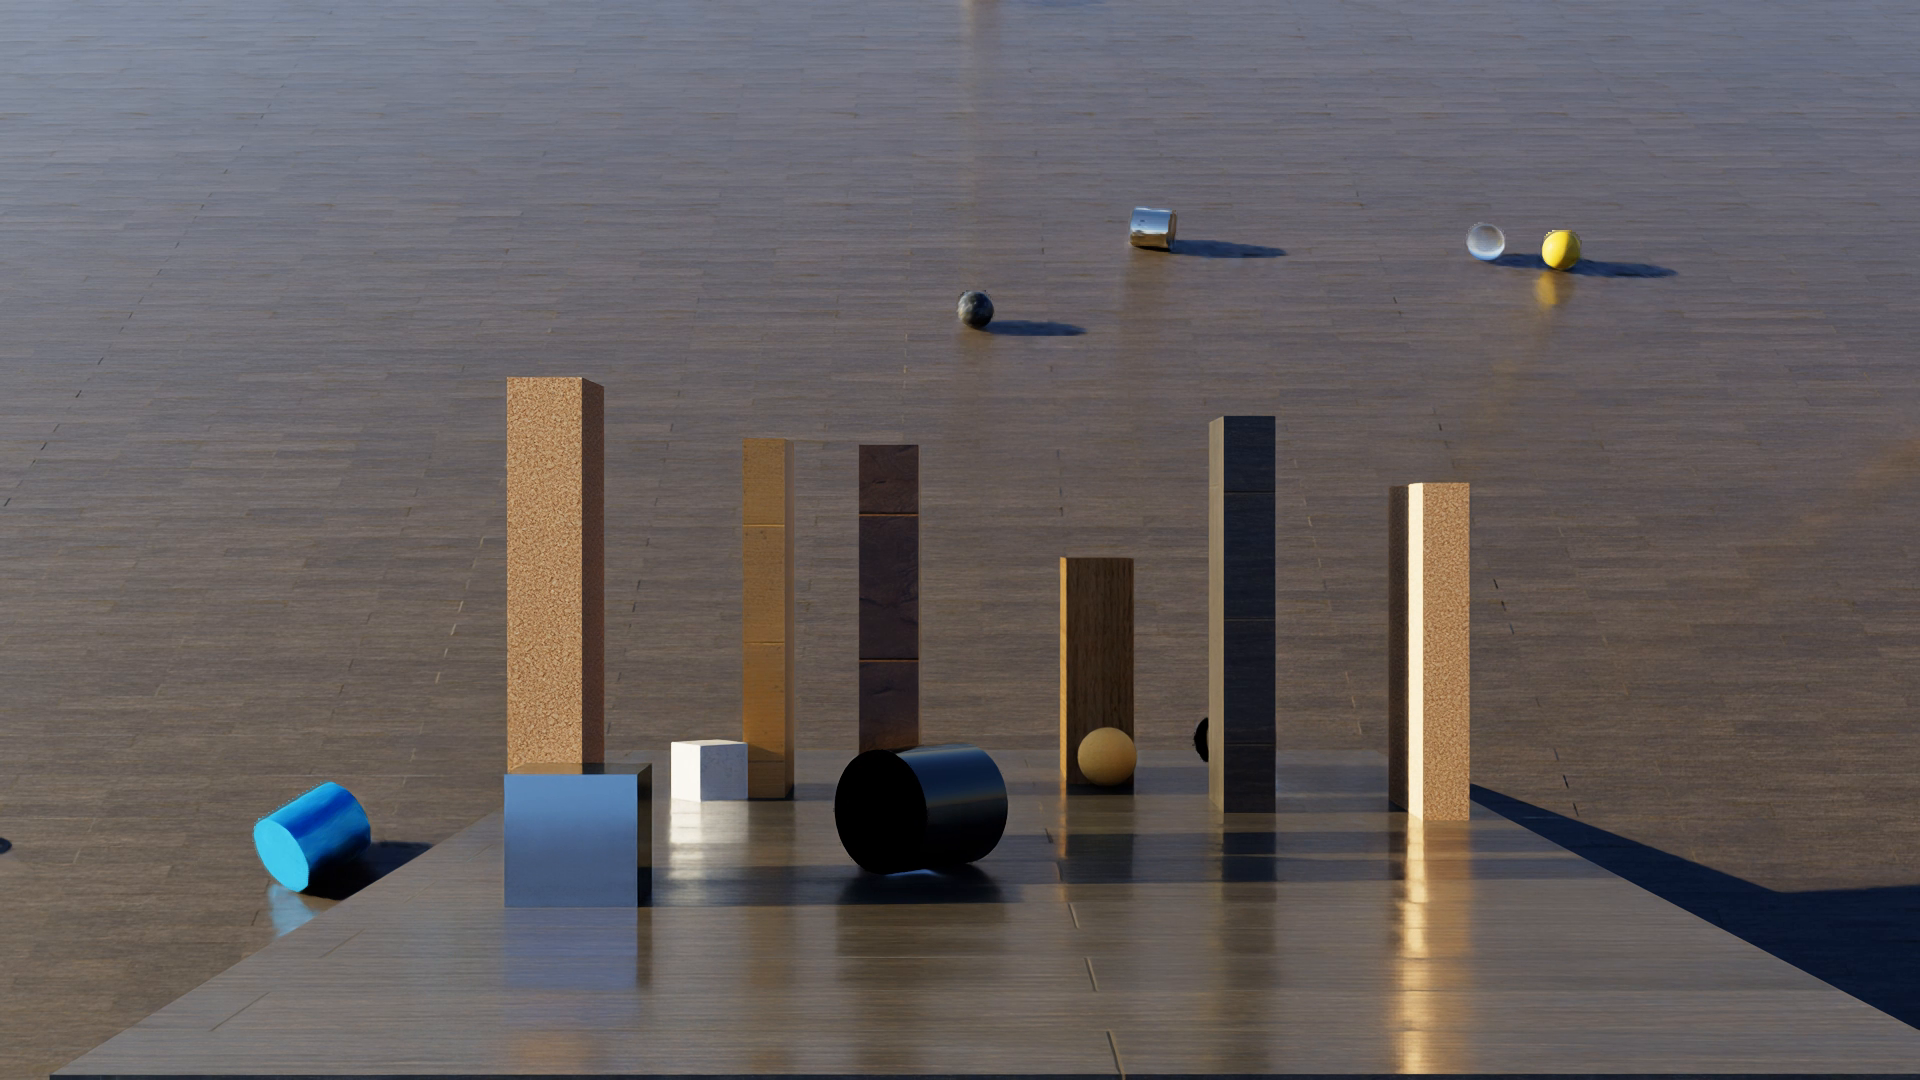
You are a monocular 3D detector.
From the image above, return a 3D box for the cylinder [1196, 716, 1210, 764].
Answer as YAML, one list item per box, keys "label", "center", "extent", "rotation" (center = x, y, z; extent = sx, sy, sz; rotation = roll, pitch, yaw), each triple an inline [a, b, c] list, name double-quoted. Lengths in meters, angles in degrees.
- label: "cylinder"
  center: [0.645, 0.477, 6.212]
  extent: [0.127, 0.127, 0.127]
  rotation: [15, 6, 24]

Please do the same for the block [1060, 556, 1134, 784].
- label: "block"
  center: [0.312, 0.291, 5.940]
  extent: [0.147, 0.501, 0.393]
  rotation: [0, 0, 0]

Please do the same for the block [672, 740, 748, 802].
- label: "block"
  center: [-0.527, 0.484, 5.442]
  extent: [0.116, 0.116, 0.116]
  rotation: [0, 0, -37]

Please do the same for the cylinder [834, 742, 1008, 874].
- label: "cylinder"
  center: [-0.064, 0.443, 4.287]
  extent: [0.204, 0.204, 0.204]
  rotation: [26, 17, 38]

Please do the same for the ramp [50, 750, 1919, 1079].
- label: "ramp"
  center: [0.066, 0.594, 4.648]
  extent: [2.000, 0.100, 4.000]
  rotation: [0, 0, 0]

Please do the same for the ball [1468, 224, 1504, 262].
- label: "ball"
  center: [1.944, -1.100, 9.563]
  extent: [0.137, 0.137, 0.137]
  rotation: [0, 30, 0]

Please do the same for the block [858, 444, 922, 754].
- label: "block"
  center: [-0.122, 0.190, 4.588]
  extent: [0.102, 0.707, 0.316]
  rotation: [0, 0, 0]

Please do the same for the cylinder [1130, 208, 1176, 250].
- label: "cylinder"
  center: [0.722, -1.164, 9.665]
  extent: [0.141, 0.141, 0.141]
  rotation: [8, 30, 17]

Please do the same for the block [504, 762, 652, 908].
- label: "block"
  center: [-0.578, 0.446, 3.938]
  extent: [0.197, 0.197, 0.197]
  rotation: [0, 0, 0]

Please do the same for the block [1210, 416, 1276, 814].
- label: "block"
  center: [0.575, 0.148, 5.284]
  extent: [0.103, 0.789, 0.297]
  rotation: [0, 0, 0]

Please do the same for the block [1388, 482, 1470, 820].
- label: "block"
  center: [0.940, 0.216, 5.204]
  extent: [0.090, 0.653, 0.395]
  rotation: [0, 0, 0]

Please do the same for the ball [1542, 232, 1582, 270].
- label: "ball"
  center: [2.208, -1.063, 9.496]
  extent: [0.140, 0.140, 0.140]
  rotation: [0, 30, 0]

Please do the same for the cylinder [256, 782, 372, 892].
- label: "cylinder"
  center: [-1.576, 0.723, 6.307]
  extent: [0.195, 0.195, 0.195]
  rotation: [20, 36, 32]

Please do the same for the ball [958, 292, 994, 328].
- label: "ball"
  center: [0.055, -0.807, 9.056]
  extent: [0.129, 0.129, 0.129]
  rotation: [0, 30, 0]

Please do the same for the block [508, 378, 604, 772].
- label: "block"
  center: [-0.648, 0.145, 4.163]
  extent: [0.116, 0.799, 0.255]
  rotation: [0, 0, 0]

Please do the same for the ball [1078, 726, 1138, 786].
- label: "ball"
  center: [0.323, 0.476, 5.679]
  extent: [0.131, 0.131, 0.131]
  rotation: [0, 30, 0]

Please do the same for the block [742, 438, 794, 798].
- label: "block"
  center: [-0.413, 0.164, 5.599]
  extent: [0.088, 0.756, 0.308]
  rotation: [0, 0, 0]
